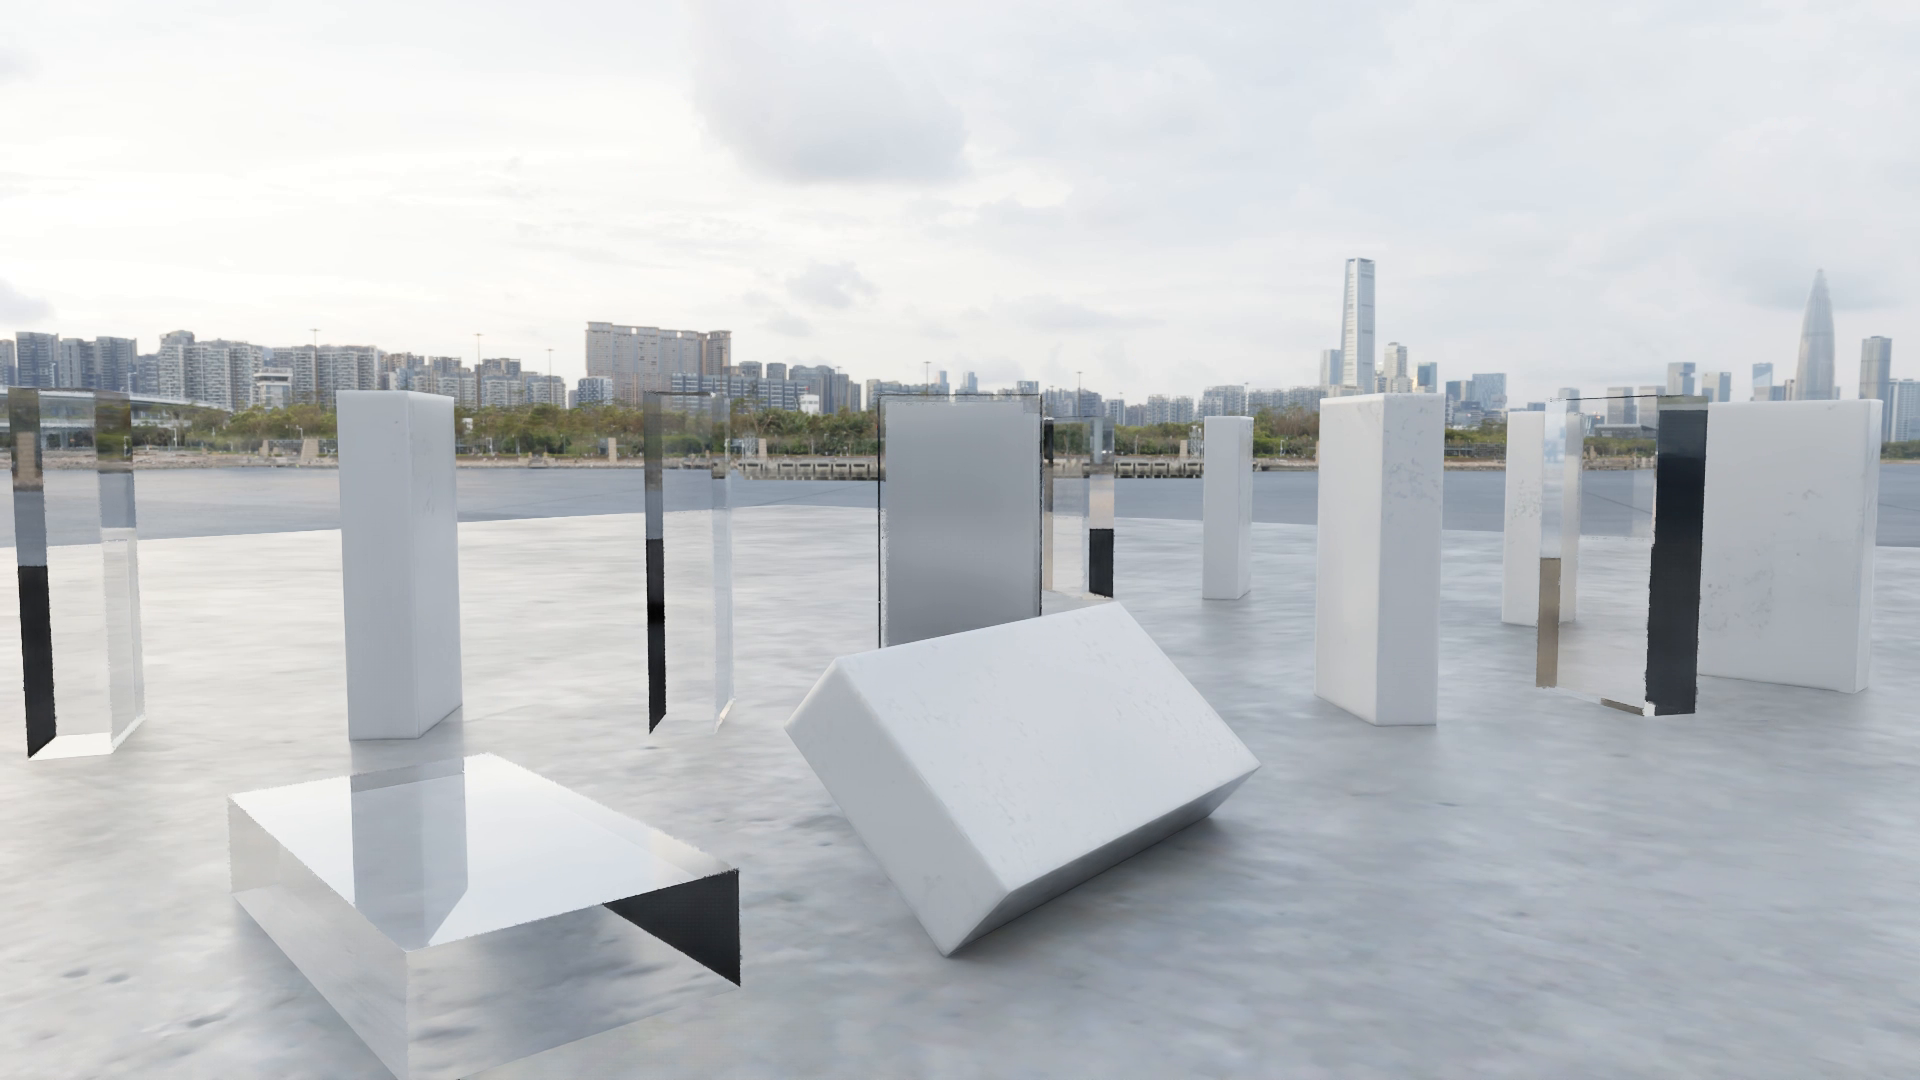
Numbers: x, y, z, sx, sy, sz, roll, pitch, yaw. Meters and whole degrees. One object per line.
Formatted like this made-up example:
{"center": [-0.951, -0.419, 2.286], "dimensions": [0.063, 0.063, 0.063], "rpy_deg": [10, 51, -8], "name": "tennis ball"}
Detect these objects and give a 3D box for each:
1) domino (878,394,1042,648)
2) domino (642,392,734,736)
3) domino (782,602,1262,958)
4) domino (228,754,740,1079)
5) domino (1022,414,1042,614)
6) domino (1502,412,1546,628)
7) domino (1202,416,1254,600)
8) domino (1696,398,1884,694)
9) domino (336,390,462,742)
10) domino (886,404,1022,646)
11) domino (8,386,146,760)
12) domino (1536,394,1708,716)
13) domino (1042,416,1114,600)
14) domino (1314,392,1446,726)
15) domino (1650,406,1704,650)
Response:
{"center": [0.000, 0.002, 0.201], "dimensions": [0.025, 0.050, 0.009], "rpy_deg": [0, 4, 0], "name": "domino"}
{"center": [-0.041, 0.003, 0.198], "dimensions": [0.010, 0.050, 0.025], "rpy_deg": [0, 4, -4], "name": "domino"}
{"center": [0.009, 0.021, 0.129], "dimensions": [0.025, 0.009, 0.050], "rpy_deg": [50, 30, 22], "name": "domino"}
{"center": [-0.043, 0.030, 0.111], "dimensions": [0.025, 0.010, 0.050], "rpy_deg": [-4, 6, -41], "name": "domino"}
{"center": [0.008, -0.007, 0.329], "dimensions": [0.025, 0.050, 0.009], "rpy_deg": [1, 5, 18], "name": "domino"}
{"center": [0.142, -0.005, 0.307], "dimensions": [0.025, 0.050, 0.010], "rpy_deg": [-3, 5, -36], "name": "domino"}
{"center": [0.075, -0.009, 0.360], "dimensions": [0.009, 0.050, 0.025], "rpy_deg": [2, 5, 21], "name": "domino"}
{"center": [0.147, 0.000, 0.229], "dimensions": [0.009, 0.050, 0.025], "rpy_deg": [-4, 6, -43], "name": "domino"}
{"center": [-0.084, 0.003, 0.195], "dimensions": [0.009, 0.050, 0.025], "rpy_deg": [-1, 4, -7], "name": "domino"}
{"center": [-0.001, -0.001, 0.244], "dimensions": [0.025, 0.050, 0.009], "rpy_deg": [0, 4, -1], "name": "domino"}
{"center": [-0.126, 0.004, 0.184], "dimensions": [0.009, 0.050, 0.025], "rpy_deg": [-2, 5, -23], "name": "domino"}
{"center": [0.109, 0.002, 0.212], "dimensions": [0.010, 0.050, 0.025], "rpy_deg": [-1, 4, -14], "name": "domino"}
{"center": [0.033, -0.010, 0.362], "dimensions": [0.009, 0.050, 0.025], "rpy_deg": [-2, 5, -22], "name": "domino"}
{"center": [0.066, 0.002, 0.204], "dimensions": [0.010, 0.050, 0.025], "rpy_deg": [0, 4, -6], "name": "domino"}
{"center": [0.160, -0.003, 0.269], "dimensions": [0.025, 0.050, 0.010], "rpy_deg": [-1, 4, -8], "name": "domino"}
